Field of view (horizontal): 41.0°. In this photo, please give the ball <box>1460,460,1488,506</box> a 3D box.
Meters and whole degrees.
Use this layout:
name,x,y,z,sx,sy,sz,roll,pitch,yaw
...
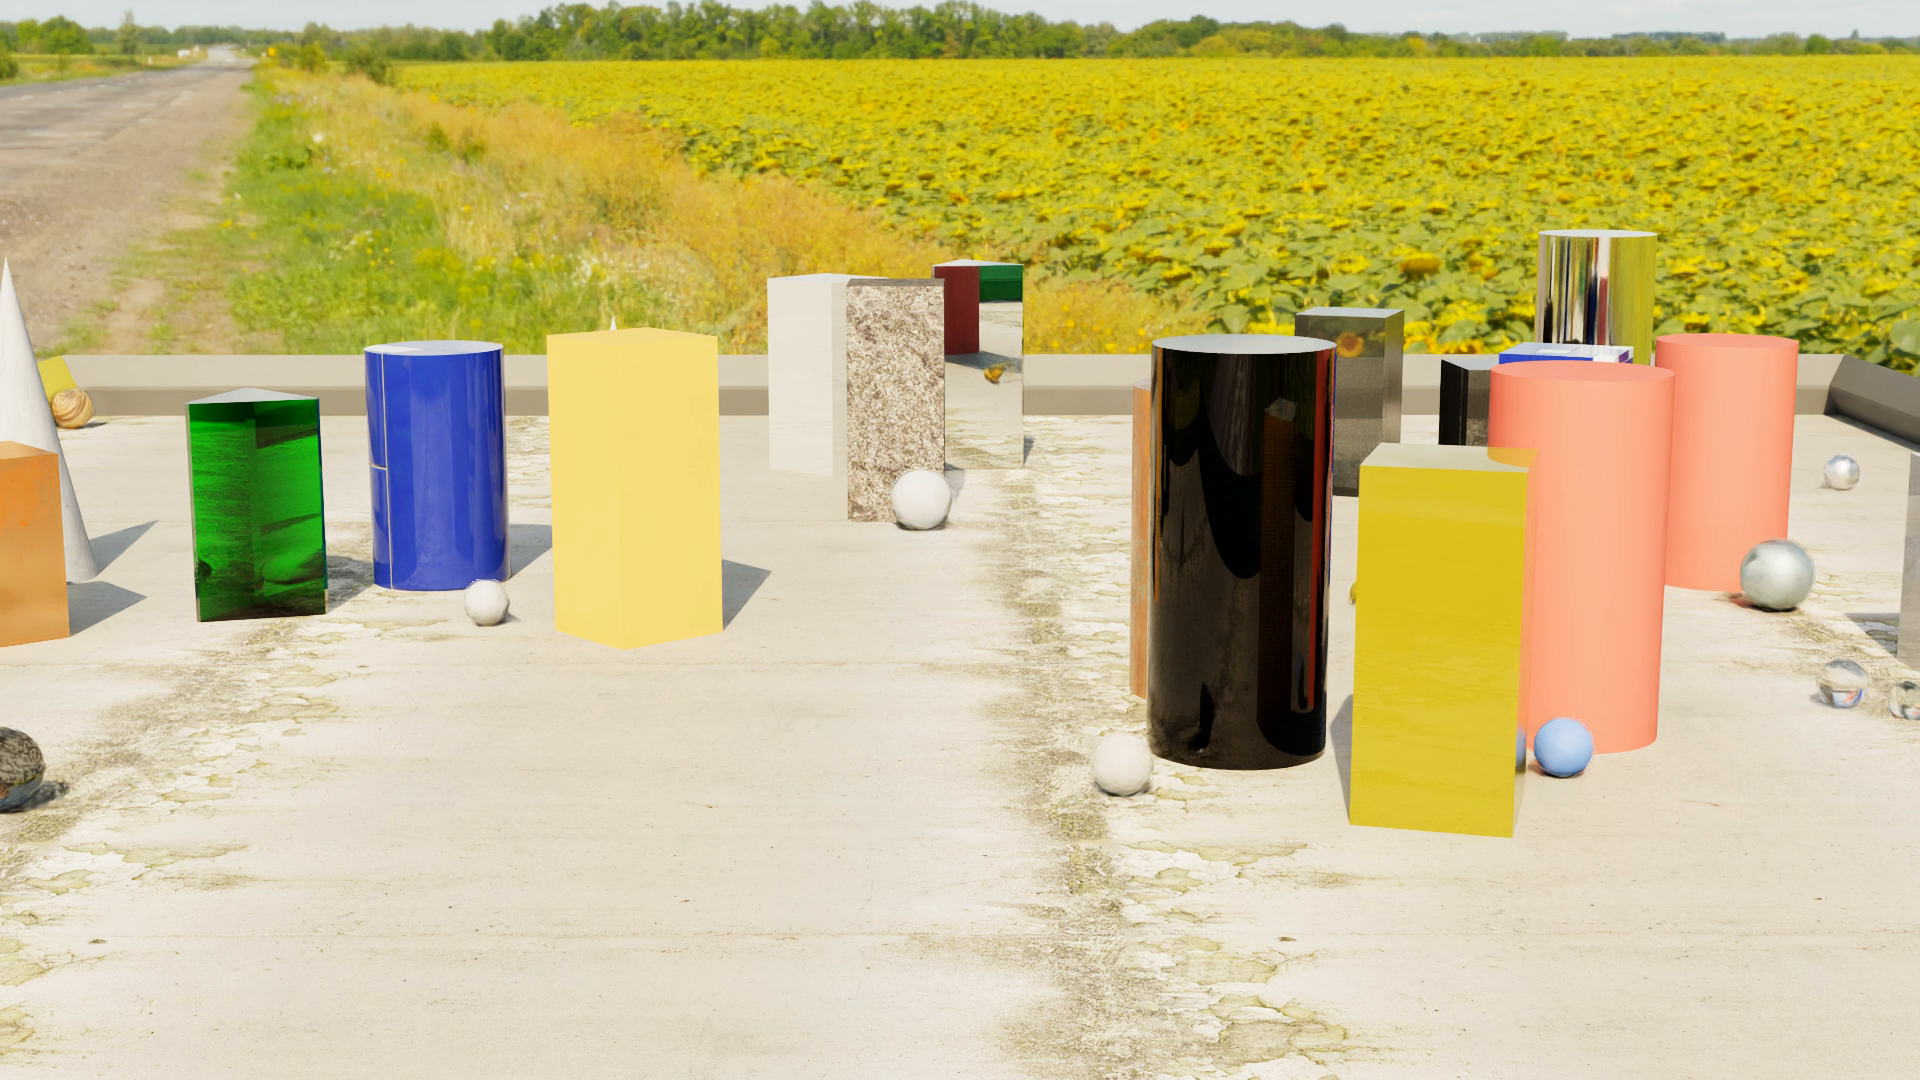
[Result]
name,x,y,z,sx,sy,sz,roll,pitch,yaw
ball,0.870,-0.095,4.274,0.076,0.076,0.076,0,11,0

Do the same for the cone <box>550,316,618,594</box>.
name,x,y,z,sx,sy,sz,roll,pitch,yaw
cone,-0.478,-0.121,3.575,0.194,0.384,0.194,0,11,0

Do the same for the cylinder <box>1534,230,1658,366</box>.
name,x,y,z,sx,sy,sz,roll,pitch,yaw
cylinder,1.064,-0.292,4.321,0.194,0.447,0.194,0,11,0

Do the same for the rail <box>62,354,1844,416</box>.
name,x,y,z,sx,sy,sz,roll,pitch,yaw
rail,-0.011,-0.320,5.348,3.730,0.126,0.045,0,11,0

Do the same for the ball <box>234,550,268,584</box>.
name,x,y,z,sx,sy,sz,roll,pitch,yaw
ball,-1.004,0.038,3.636,0.048,0.048,0.048,0,11,0

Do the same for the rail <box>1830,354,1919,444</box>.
name,x,y,z,sx,sy,sz,roll,pitch,yaw
rail,1.841,0.030,3.459,0.045,0.126,3.911,0,11,0

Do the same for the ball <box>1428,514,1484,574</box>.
name,x,y,z,sx,sy,sz,roll,pitch,yaw
ball,0.720,0.006,3.708,0.085,0.085,0.085,0,11,0

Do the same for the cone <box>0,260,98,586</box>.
name,x,y,z,sx,sy,sz,roll,pitch,yaw
cone,-1.339,-0.172,3.641,0.194,0.460,0.194,0,11,0

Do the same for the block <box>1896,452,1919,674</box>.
name,x,y,z,sx,sy,sz,roll,pitch,yaw
block,1.239,0.035,3.078,0.155,0.258,0.155,0,11,-1

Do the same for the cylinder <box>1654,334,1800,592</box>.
name,x,y,z,sx,sy,sz,roll,pitch,yaw
cylinder,1.081,-0.113,3.648,0.194,0.342,0.194,0,11,0

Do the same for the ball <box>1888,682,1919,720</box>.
name,x,y,z,sx,sy,sz,roll,pitch,yaw
ball,1.065,0.180,2.884,0.043,0.043,0.043,0,11,0

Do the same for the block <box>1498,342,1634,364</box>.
name,x,y,z,sx,sy,sz,roll,pitch,yaw
block,0.838,-0.097,3.571,0.155,0.337,0.155,5,11,23

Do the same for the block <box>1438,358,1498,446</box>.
name,x,y,z,sx,sy,sz,roll,pitch,yaw
block,0.870,-0.159,4.144,0.155,0.251,0.155,-1,11,-6

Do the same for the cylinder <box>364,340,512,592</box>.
name,x,y,z,sx,sy,sz,roll,pitch,yaw
cylinder,-0.741,-0.108,3.645,0.194,0.332,0.194,0,11,0

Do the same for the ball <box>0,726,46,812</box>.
name,x,y,z,sx,sy,sz,roll,pitch,yaw
ball,-0.946,0.226,2.529,0.083,0.083,0.083,0,11,0

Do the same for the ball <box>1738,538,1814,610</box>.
name,x,y,z,sx,sy,sz,roll,pitch,yaw
ball,1.100,0.047,3.457,0.097,0.097,0.097,0,11,0

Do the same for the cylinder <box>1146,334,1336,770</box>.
name,x,y,z,sx,sy,sz,roll,pitch,yaw
cylinder,0.298,0.008,2.732,0.194,0.437,0.194,0,11,0

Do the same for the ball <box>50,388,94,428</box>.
name,x,y,z,sx,sy,sz,roll,pitch,yaw
ball,-1.792,-0.265,5.176,0.082,0.082,0.082,0,11,0

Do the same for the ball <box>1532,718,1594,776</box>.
name,x,y,z,sx,sy,sz,roll,pitch,yaw
ball,0.624,0.214,2.653,0.061,0.061,0.061,0,11,0

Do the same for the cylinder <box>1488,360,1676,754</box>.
name,x,y,z,sx,sy,sz,roll,pitch,yaw
cylinder,0.670,0.014,2.799,0.194,0.400,0.194,0,11,0

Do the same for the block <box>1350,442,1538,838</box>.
name,x,y,z,sx,sy,sz,roll,pitch,yaw
block,0.474,0.093,2.506,0.155,0.353,0.155,3,11,16

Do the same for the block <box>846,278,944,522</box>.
name,x,y,z,sx,sy,sz,roll,pitch,yaw
block,-0.103,-0.229,4.171,0.155,0.379,0.155,0,11,0

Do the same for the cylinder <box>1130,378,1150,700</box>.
name,x,y,z,sx,sy,sz,roll,pitch,yaw
cylinder,0.297,-0.002,2.995,0.194,0.360,0.194,0,11,0

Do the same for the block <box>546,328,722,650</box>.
name,x,y,z,sx,sy,sz,roll,pitch,yaw
block,-0.418,-0.071,3.299,0.155,0.385,0.155,-9,14,-41

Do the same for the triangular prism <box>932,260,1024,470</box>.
name,x,y,z,sx,sy,sz,roll,pitch,yaw
triangular prism,0.019,-0.323,4.700,0.168,0.370,0.145,-2,11,-10

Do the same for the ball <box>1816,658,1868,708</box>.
name,x,y,z,sx,sy,sz,roll,pitch,yaw
ball,1.010,0.164,2.935,0.057,0.057,0.057,0,11,0

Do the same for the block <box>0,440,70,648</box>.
name,x,y,z,sx,sy,sz,roll,pitch,yaw
block,-1.254,0.007,3.283,0.155,0.239,0.155,-9,14,-41

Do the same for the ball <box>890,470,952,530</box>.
name,x,y,z,sx,sy,sz,roll,pitch,yaw
ball,-0.061,-0.064,4.053,0.096,0.096,0.096,0,11,0

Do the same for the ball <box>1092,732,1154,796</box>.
name,x,y,z,sx,sy,sz,roll,pitch,yaw
ball,0.164,0.226,2.586,0.063,0.063,0.063,0,11,0

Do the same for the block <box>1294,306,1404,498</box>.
name,x,y,z,sx,sy,sz,roll,pitch,yaw
block,0.668,-0.239,4.421,0.155,0.307,0.155,4,11,21

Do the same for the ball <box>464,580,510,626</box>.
name,x,y,z,sx,sy,sz,roll,pitch,yaw
ball,-0.622,0.082,3.369,0.059,0.059,0.059,0,11,0

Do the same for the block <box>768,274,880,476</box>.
name,x,y,z,sx,sy,sz,roll,pitch,yaw
block,-0.238,-0.303,4.657,0.155,0.345,0.155,8,13,38

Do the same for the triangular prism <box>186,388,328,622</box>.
name,x,y,z,sx,sy,sz,roll,pitch,yaw
triangular prism,-0.949,-0.052,3.456,0.168,0.291,0.145,-3,11,-18

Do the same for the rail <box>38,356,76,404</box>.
name,x,y,z,sx,sy,sz,roll,pitch,yaw
rail,-1.841,0.034,3.439,0.045,0.126,3.911,0,11,0

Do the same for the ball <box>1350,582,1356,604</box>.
name,x,y,z,sx,sy,sz,roll,pitch,yaw
ball,0.548,0.072,3.472,0.042,0.042,0.042,0,11,0

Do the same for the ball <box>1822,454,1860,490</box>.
name,x,y,z,sx,sy,sz,roll,pitch,yaw
ball,1.525,-0.117,4.438,0.061,0.061,0.061,0,11,0
